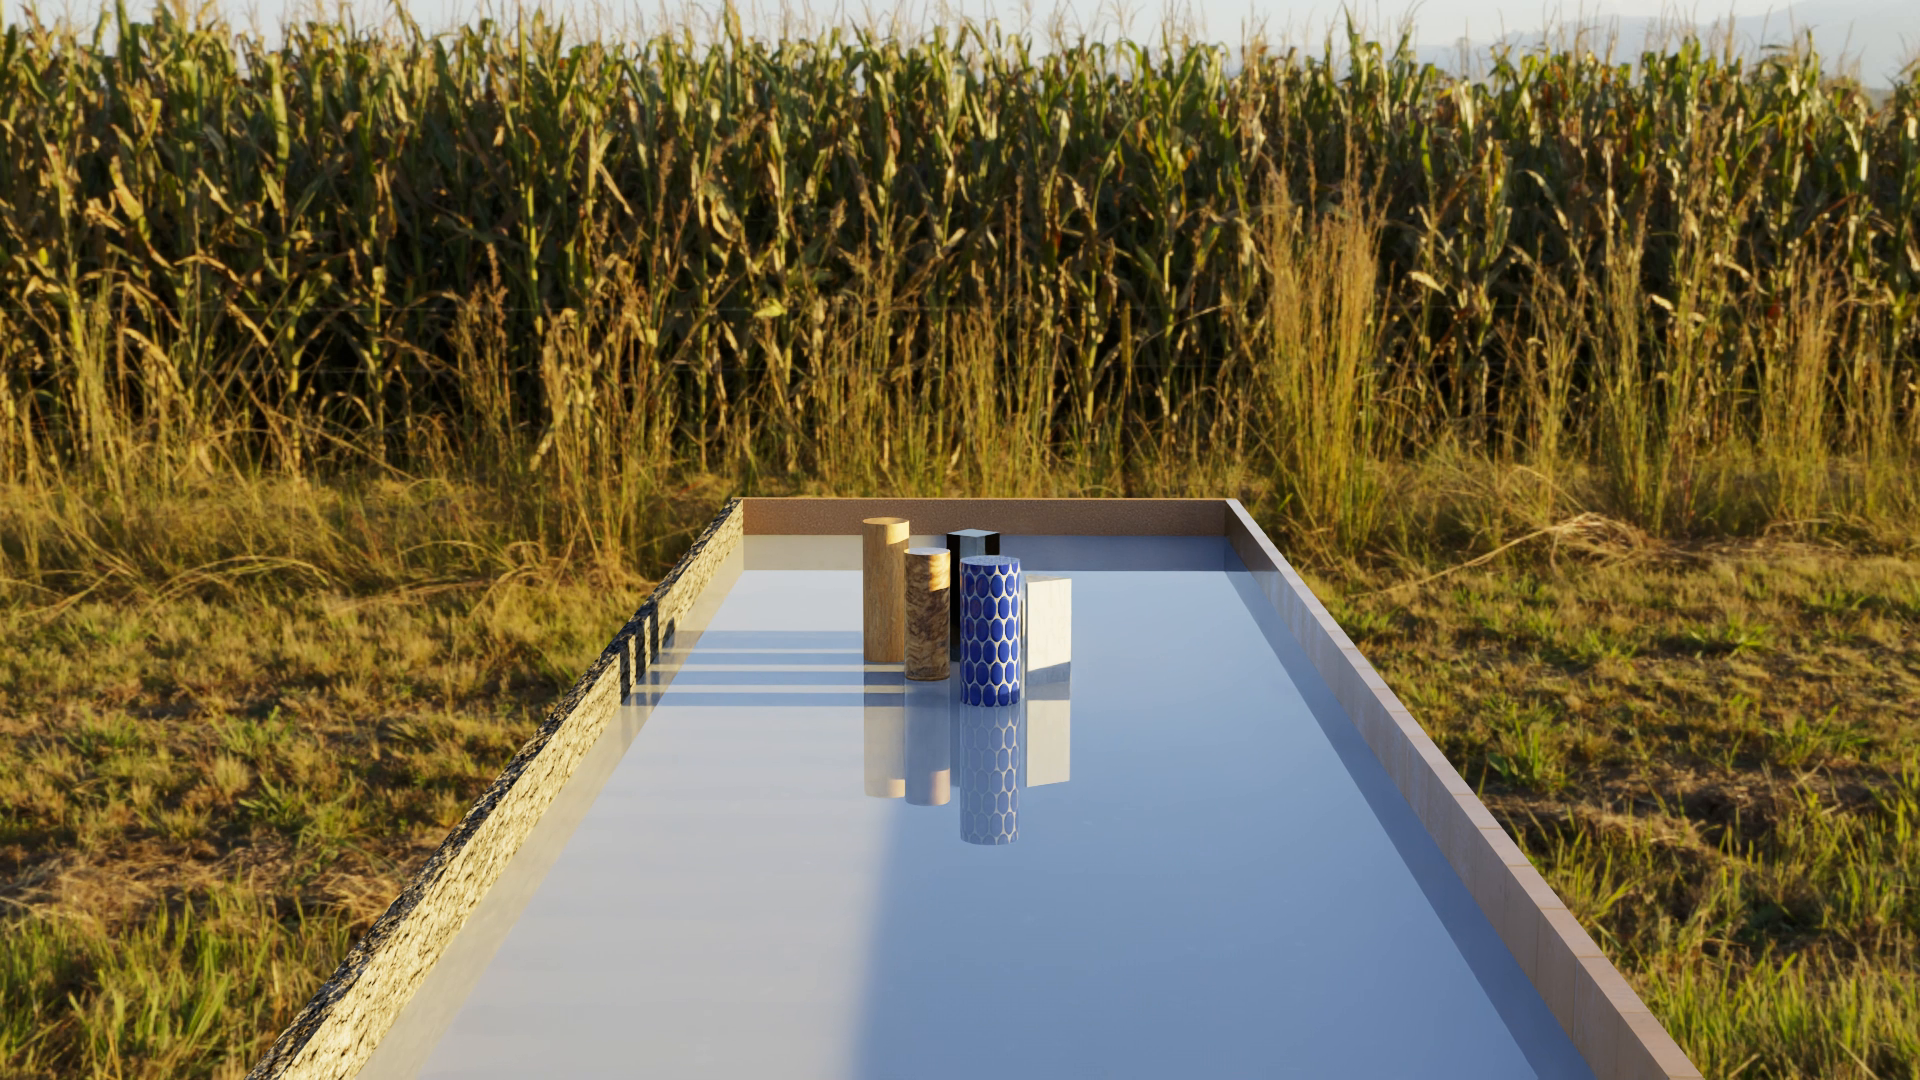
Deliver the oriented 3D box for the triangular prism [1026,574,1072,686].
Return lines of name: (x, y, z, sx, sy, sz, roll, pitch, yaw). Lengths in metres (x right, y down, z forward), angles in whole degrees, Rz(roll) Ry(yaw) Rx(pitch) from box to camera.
triangular prism: (0.226, 0.257, 6.422, 0.150, 0.301, 0.130, -5, 10, -28)

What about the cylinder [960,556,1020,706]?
cylinder: (0.084, 0.253, 6.145, 0.169, 0.397, 0.169, 0, 9, 0)

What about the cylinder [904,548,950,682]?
cylinder: (-0.096, 0.217, 6.444, 0.135, 0.374, 0.135, 0, 9, 0)

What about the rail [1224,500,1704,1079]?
rail: (1.046, 0.843, 3.208, 0.050, 0.150, 12.000, 0, 9, 1)

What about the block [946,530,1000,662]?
block: (0.040, 0.172, 6.680, 0.115, 0.391, 0.115, 7, 11, 37)

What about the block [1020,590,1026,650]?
block: (0.074, 0.241, 6.988, 0.343, 0.156, 0.156, 4, 10, 25)

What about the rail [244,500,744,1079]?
rail: (-1.004, 0.839, 3.234, 0.050, 0.150, 12.000, 0, 9, 1)

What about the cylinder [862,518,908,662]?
cylinder: (-0.225, 0.151, 6.699, 0.141, 0.424, 0.141, 0, 9, 0)

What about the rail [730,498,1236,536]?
rail: (0.099, -0.098, 9.147, 2.100, 0.150, 0.050, 0, 9, 1)
